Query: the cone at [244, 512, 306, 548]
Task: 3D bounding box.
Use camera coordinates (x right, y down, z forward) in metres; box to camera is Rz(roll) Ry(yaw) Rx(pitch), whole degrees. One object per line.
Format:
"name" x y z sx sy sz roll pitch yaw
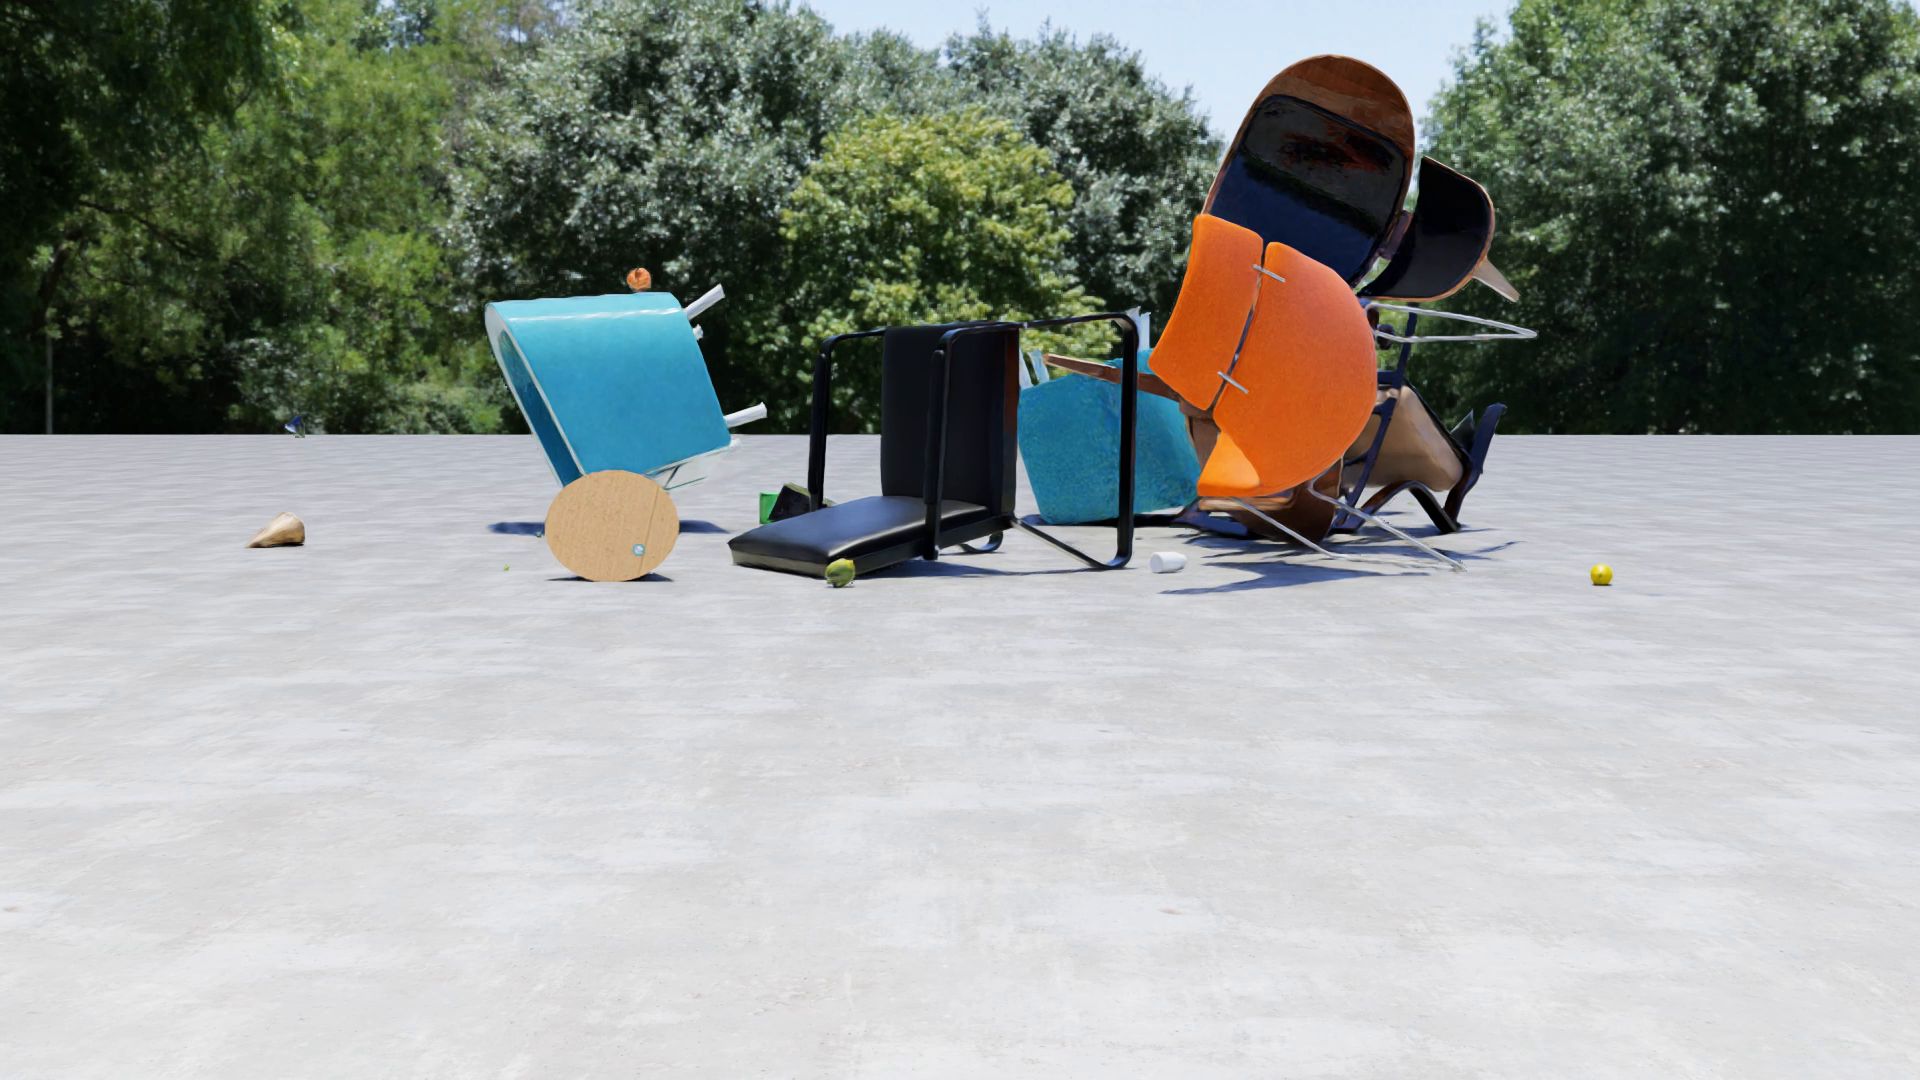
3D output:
"cone" -1.972 -0.005 6.263 0.112 0.098 0.181 26 31 23

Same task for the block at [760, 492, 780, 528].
"block" -0.570 -0.102 7.259 0.158 0.106 0.188 -1 4 -14

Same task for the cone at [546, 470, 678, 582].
"cone" -0.803 0.020 5.323 0.320 0.276 0.348 8 -17 7

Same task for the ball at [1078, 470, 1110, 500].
"ball" 0.535 -0.221 8.832 0.127 0.127 0.127 0 4 0

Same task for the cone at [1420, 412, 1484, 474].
"cone" 1.655 -0.276 7.207 0.262 0.172 0.197 -43 -6 -25

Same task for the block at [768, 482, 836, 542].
"block" -0.471 -0.086 6.596 0.153 0.111 0.209 25 5 1
